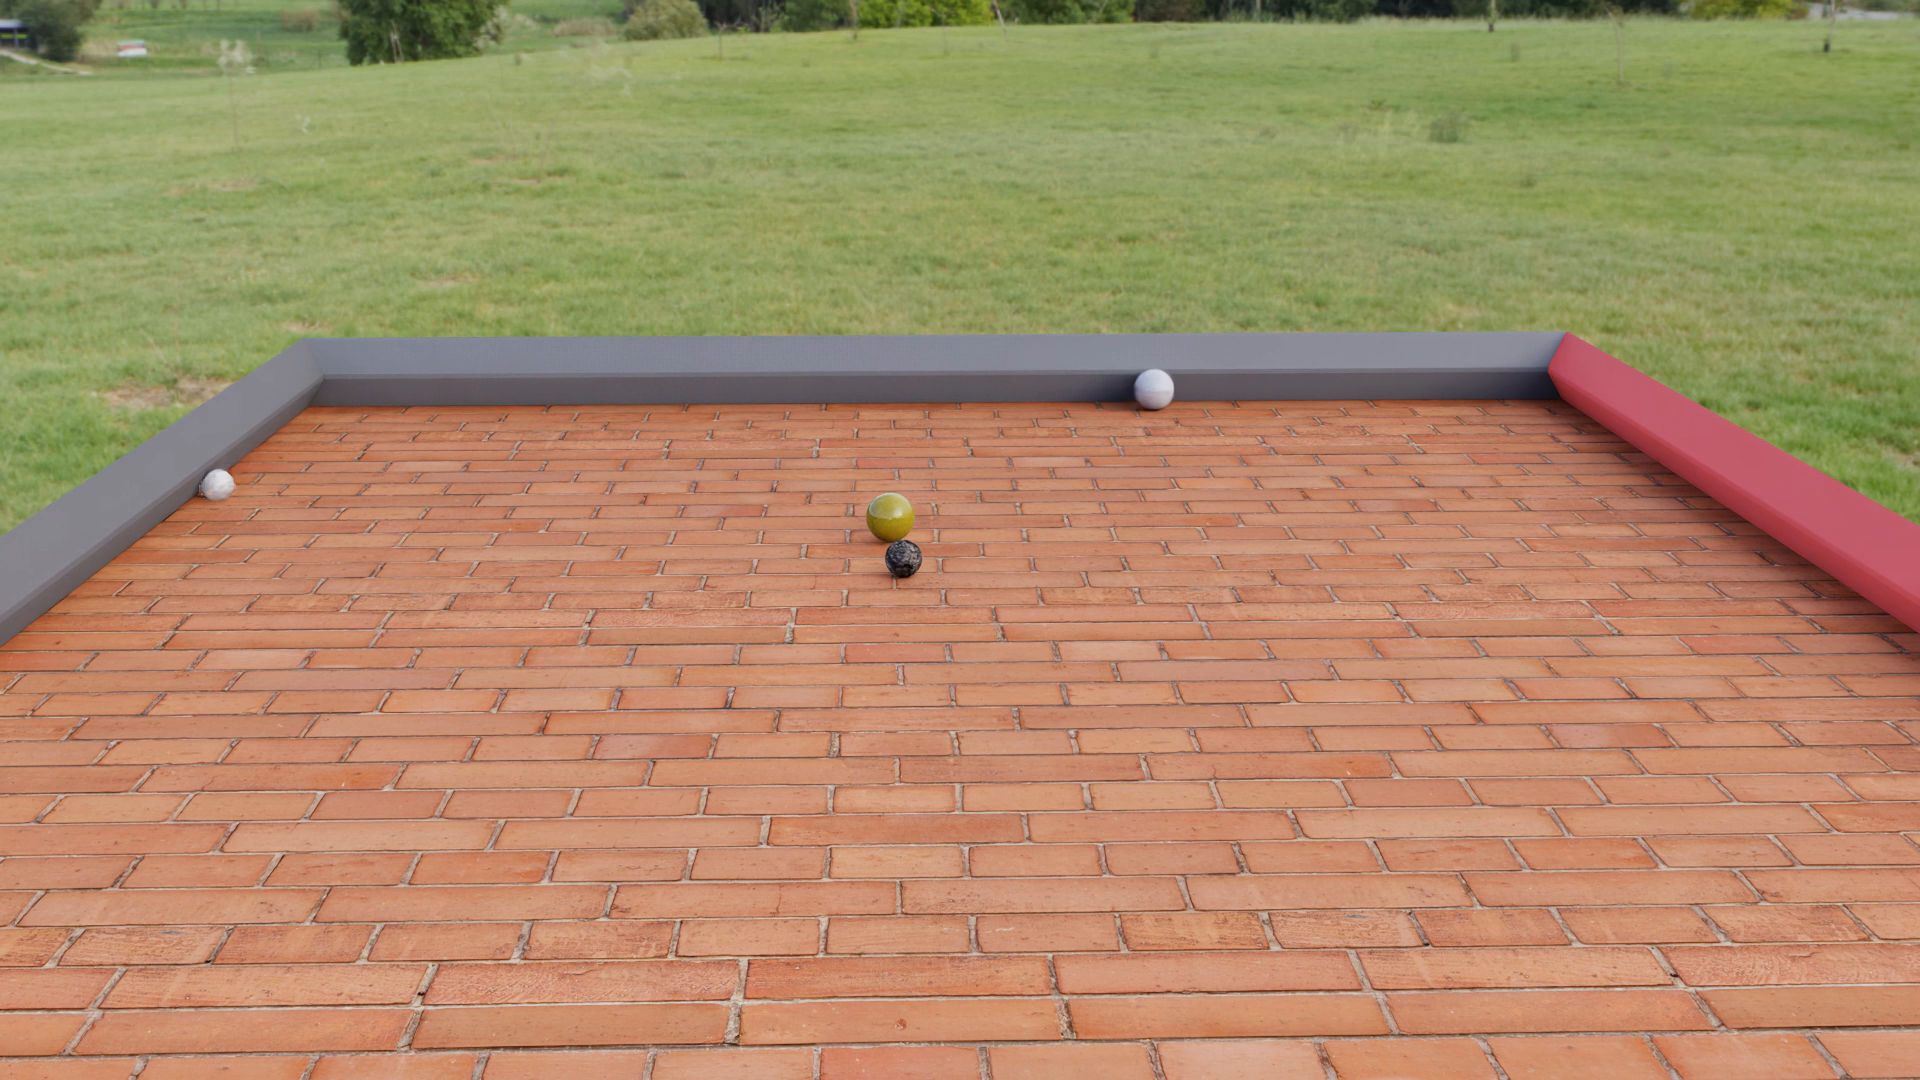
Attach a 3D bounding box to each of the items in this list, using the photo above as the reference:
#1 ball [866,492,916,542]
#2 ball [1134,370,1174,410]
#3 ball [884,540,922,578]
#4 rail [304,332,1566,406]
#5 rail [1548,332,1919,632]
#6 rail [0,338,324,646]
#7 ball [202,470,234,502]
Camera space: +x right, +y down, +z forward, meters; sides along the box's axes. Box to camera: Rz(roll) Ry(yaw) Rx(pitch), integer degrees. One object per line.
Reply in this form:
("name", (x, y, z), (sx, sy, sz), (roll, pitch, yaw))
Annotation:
("ball", (-0.097, -0.032, 3.070), (0.069, 0.069, 0.069), (0, 15, 0))
("ball", (0.349, -0.271, 3.960), (0.074, 0.074, 0.074), (0, 15, 0))
("ball", (-0.074, 0.024, 2.897), (0.049, 0.049, 0.049), (0, 15, 0))
("rail", (-0.035, -0.307, 3.995), (2.303, 0.124, 0.045), (0, 15, -2))
("rail", (1.163, 0.240, 1.936), (0.045, 0.124, 4.384), (0, 15, -2))
("rail", (-1.092, 0.259, 1.865), (0.045, 0.124, 4.384), (0, 15, -2))
("ball", (-1.113, -0.082, 3.299), (0.048, 0.048, 0.048), (0, 15, 0))
